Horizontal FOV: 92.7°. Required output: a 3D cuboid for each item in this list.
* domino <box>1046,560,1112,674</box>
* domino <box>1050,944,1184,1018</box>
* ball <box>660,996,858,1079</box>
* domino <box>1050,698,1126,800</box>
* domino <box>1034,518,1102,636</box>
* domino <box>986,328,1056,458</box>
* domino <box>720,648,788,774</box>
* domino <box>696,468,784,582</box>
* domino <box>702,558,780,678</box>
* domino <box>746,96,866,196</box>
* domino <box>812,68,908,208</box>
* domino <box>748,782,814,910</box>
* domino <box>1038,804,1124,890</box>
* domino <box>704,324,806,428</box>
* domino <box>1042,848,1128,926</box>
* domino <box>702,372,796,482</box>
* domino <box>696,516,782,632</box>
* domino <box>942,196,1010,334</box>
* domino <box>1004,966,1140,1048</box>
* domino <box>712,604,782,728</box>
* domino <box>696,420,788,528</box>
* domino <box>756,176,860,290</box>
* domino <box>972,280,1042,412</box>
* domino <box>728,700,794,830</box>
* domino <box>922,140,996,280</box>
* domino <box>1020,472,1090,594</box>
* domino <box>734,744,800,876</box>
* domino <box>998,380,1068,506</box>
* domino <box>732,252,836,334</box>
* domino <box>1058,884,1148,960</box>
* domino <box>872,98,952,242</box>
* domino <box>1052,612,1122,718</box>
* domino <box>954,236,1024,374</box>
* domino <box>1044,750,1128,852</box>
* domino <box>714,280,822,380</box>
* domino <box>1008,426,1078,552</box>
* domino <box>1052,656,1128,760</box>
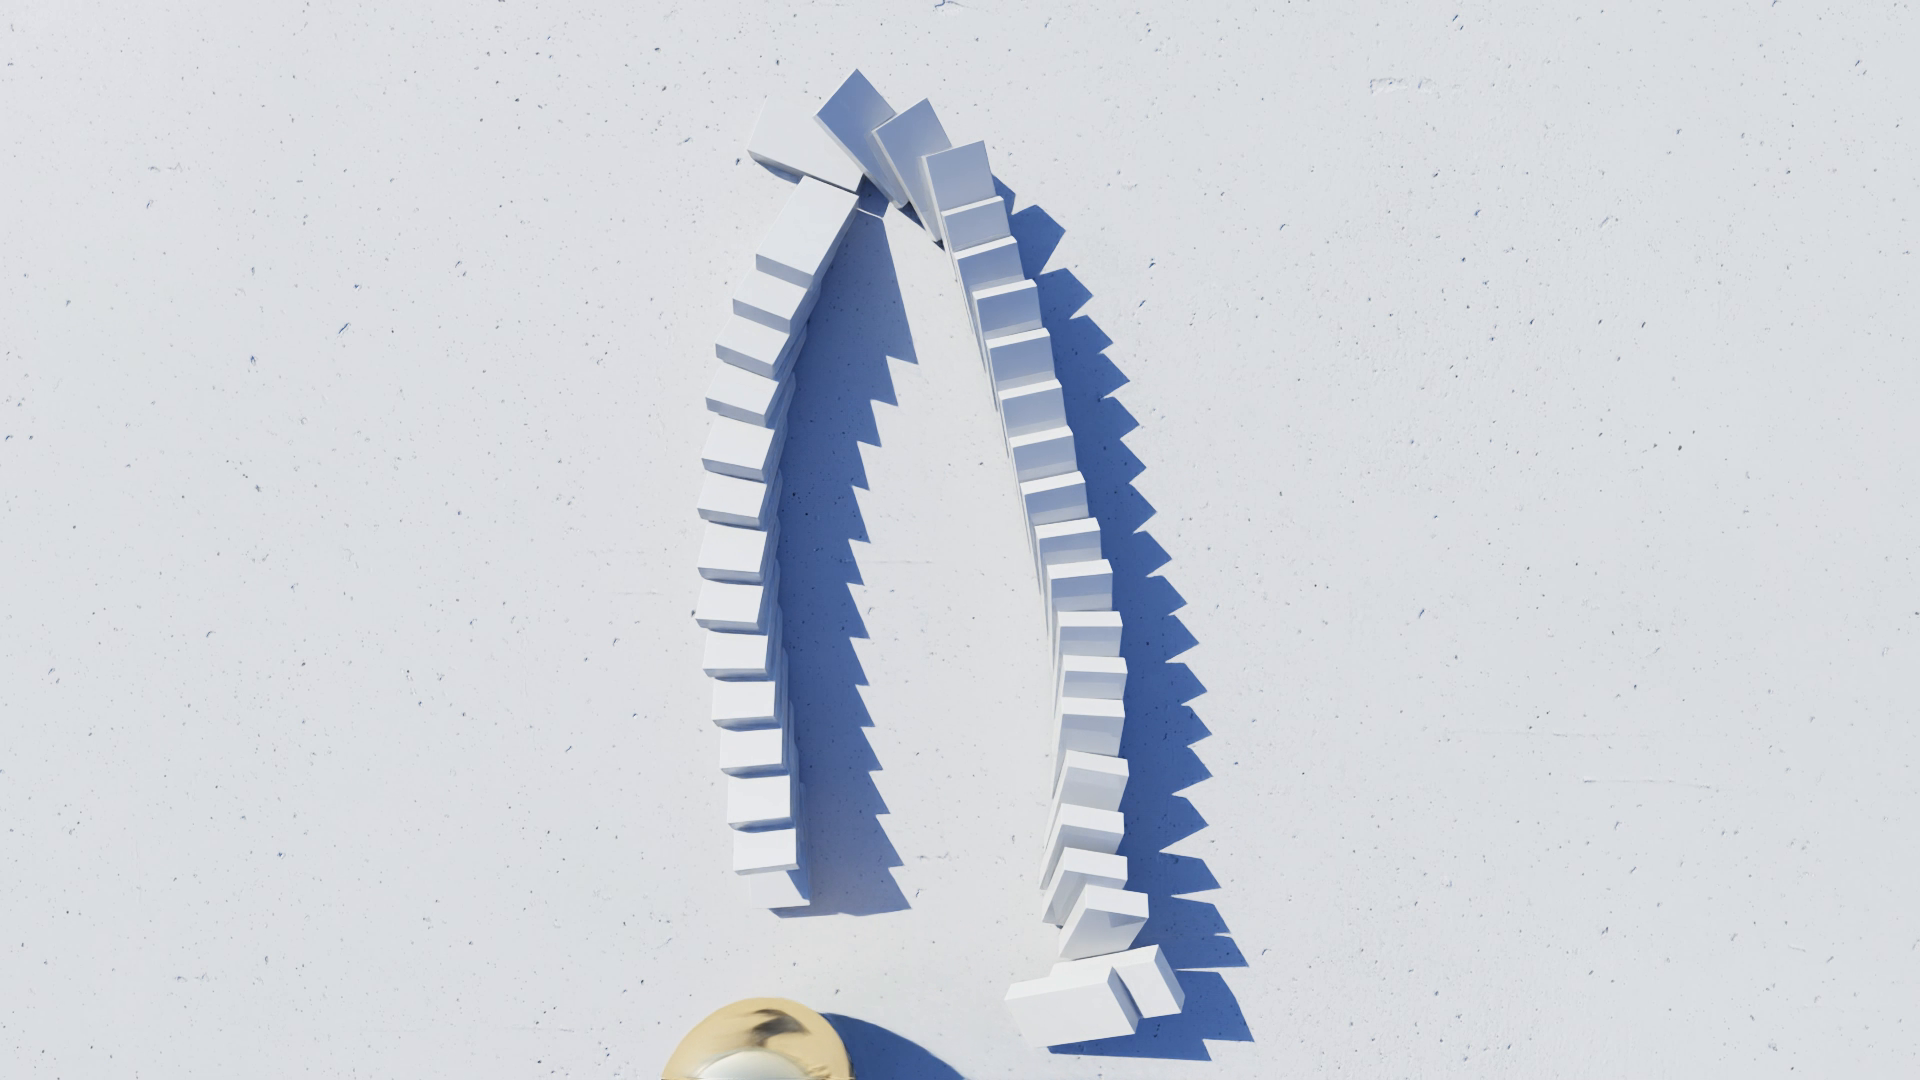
[{"bbox_3d":[0.050,0.033,0.382,0.025,0.010,0.050,-6,122,-2],"label":"domino"},{"bbox_3d":[0.065,0.187,0.383,0.050,0.010,0.025,-25,96,28],"label":"domino"},{"bbox_3d":[-0.080,0.224,0.360,0.080,0.080,0.080,0,90,0],"label":"ball"},{"bbox_3d":[0.053,0.088,0.382,0.025,0.009,0.050,3,123,1],"label":"domino"},{"bbox_3d":[0.046,0.016,0.383,0.025,0.010,0.050,-8,122,0],"label":"domino"},{"bbox_3d":[0.028,-0.061,0.383,0.025,0.009,0.050,-12,121,0],"label":"domino"},{"bbox_3d":[-0.086,0.071,0.384,0.025,0.010,0.050,-5,60,0],"label":"domino"},{"bbox_3d":[-0.091,-0.007,0.384,0.025,0.009,0.050,5,60,0],"label":"domino"},{"bbox_3d":[-0.091,0.032,0.384,0.025,0.009,0.050,0,60,0],"label":"domino"},{"bbox_3d":[-0.063,-0.169,0.395,0.050,0.009,0.025,21,90,0],"label":"domino"},{"bbox_3d":[-0.035,-0.167,0.384,0.050,0.009,0.025,41,89,-27],"label":"domino"},{"bbox_3d":[-0.078,0.132,0.395,0.025,0.009,0.050,-4,90,0],"label":"domino"},{"bbox_3d":[0.050,0.130,0.380,0.025,0.010,0.050,9,130,0],"label":"domino"},{"bbox_3d":[-0.085,-0.073,0.384,0.025,0.010,0.050,17,62,0],"label":"domino"},{"bbox_3d":[0.051,0.145,0.379,0.025,0.010,0.050,9,134,0],"label":"domino"},{"bbox_3d":[-0.088,-0.050,0.384,0.025,0.010,0.050,11,62,1],"label":"domino"},{"bbox_3d":[-0.092,0.013,0.383,0.025,0.010,0.050,4,61,2],"label":"domino"},{"bbox_3d":[0.011,-0.114,0.384,0.025,0.009,0.050,-16,119,0],"label":"domino"},{"bbox_3d":[0.046,0.196,0.383,0.050,0.009,0.025,-25,96,28],"label":"domino"},{"bbox_3d":[-0.088,0.052,0.384,0.025,0.009,0.050,-4,60,0],"label":"domino"},{"bbox_3d":[-0.090,-0.031,0.384,0.025,0.009,0.050,9,62,0],"label":"domino"},{"bbox_3d":[-0.063,-0.129,0.384,0.025,0.010,0.050,21,61,0],"label":"domino"},{"bbox_3d":[0.022,-0.080,0.382,0.025,0.010,0.050,-13,122,-2],"label":"domino"},{"bbox_3d":[-0.083,0.093,0.382,0.025,0.009,0.050,-6,58,-1],"label":"domino"},{"bbox_3d":[0.003,-0.138,0.384,0.025,0.010,0.050,-18,115,-5],"label":"domino"},{"bbox_3d":[0.041,-0.002,0.383,0.025,0.009,0.050,-12,121,0],"label":"domino"},{"bbox_3d":[-0.080,0.112,0.382,0.025,0.010,0.050,-6,58,-1],"label":"domino"},{"bbox_3d":[0.033,-0.040,0.384,0.025,0.010,0.050,-12,119,0],"label":"domino"},{"bbox_3d":[-0.073,-0.111,0.384,0.025,0.010,0.050,21,61,0],"label":"domino"},{"bbox_3d":[0.058,0.160,0.379,0.025,0.010,0.050,10,134,-2],"label":"domino"},{"bbox_3d":[-0.013,-0.155,0.385,0.025,0.010,0.050,-33,116,-1],"label":"domino"},{"bbox_3d":[0.052,0.053,0.383,0.025,0.009,0.050,0,122,0],"label":"domino"},{"bbox_3d":[0.016,-0.097,0.382,0.025,0.010,0.050,-16,122,0],"label":"domino"},{"bbox_3d":[0.052,0.112,0.384,0.025,0.009,0.050,9,119,0],"label":"domino"},{"bbox_3d":[-0.080,-0.093,0.384,0.025,0.009,0.050,21,61,0],"label":"domino"},{"bbox_3d":[0.037,-0.021,0.384,0.025,0.010,0.050,-12,119,0],"label":"domino"},{"bbox_3d":[0.053,0.071,0.383,0.025,0.010,0.050,3,122,-1],"label":"domino"}]
